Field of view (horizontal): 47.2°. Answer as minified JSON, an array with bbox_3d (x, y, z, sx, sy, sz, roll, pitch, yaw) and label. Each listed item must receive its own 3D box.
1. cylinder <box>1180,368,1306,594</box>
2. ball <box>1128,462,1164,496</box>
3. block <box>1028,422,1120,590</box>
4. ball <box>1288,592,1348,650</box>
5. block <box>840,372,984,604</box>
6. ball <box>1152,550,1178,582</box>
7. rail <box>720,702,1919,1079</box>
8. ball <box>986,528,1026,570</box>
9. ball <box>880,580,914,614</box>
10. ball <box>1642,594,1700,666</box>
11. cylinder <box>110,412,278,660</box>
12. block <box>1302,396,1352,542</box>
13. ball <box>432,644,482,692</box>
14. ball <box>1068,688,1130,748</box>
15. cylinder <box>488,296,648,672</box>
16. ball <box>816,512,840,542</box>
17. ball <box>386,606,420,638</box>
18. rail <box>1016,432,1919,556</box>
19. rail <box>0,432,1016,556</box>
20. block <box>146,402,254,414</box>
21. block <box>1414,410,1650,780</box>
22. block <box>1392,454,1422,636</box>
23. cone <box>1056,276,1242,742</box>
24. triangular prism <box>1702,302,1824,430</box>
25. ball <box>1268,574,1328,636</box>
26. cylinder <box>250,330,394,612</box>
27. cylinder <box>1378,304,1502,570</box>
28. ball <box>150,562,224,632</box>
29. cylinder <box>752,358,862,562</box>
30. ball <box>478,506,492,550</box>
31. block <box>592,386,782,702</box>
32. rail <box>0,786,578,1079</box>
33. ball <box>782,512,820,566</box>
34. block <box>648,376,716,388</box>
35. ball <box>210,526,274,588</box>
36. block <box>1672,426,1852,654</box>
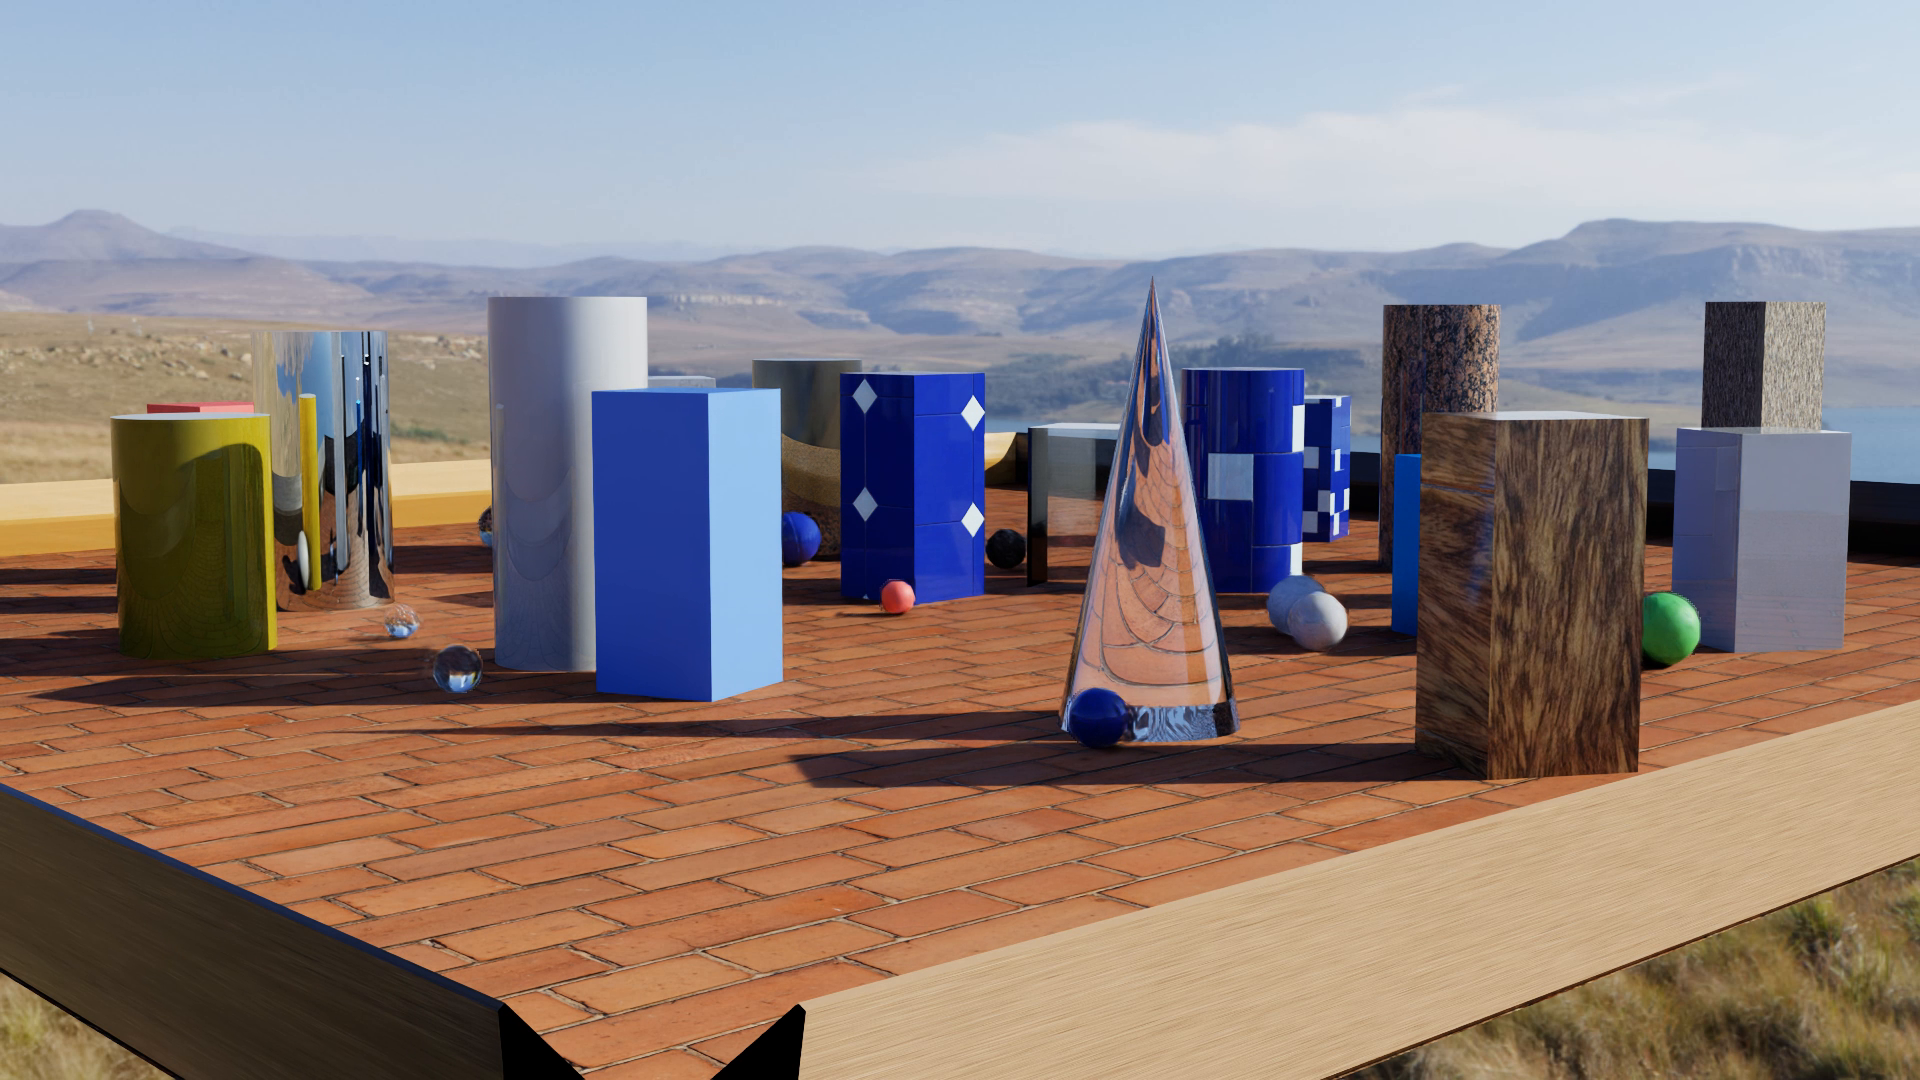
[{"bbox_3d":[0.456,-0.101,3.561,0.199,0.352,0.199,0,6,0],"label":"cylinder"},{"bbox_3d":[0.447,-0.145,5.285,0.082,0.082,0.082,0,6,0],"label":"ball"},{"bbox_3d":[0.212,-0.056,3.577,0.159,0.259,0.159,2,6,22],"label":"block"},{"bbox_3d":[0.470,0.107,2.891,0.077,0.077,0.077,0,6,0],"label":"ball"},{"bbox_3d":[-0.074,-0.086,3.436,0.159,0.348,0.159,5,8,42],"label":"block"},{"bbox_3d":[0.342,0.042,3.631,0.053,0.053,0.053,0,6,0],"label":"ball"},{"bbox_3d":[1.117,0.159,2.128,3.480,0.129,0.045,-5,8,-42],"label":"rail"},{"bbox_3d":[0.079,0.016,3.803,0.070,0.070,0.070,0,6,0],"label":"ball"},{"bbox_3d":[-0.092,0.085,3.231,0.050,0.050,0.050,0,6,0],"label":"ball"},{"bbox_3d":[0.883,0.113,2.766,0.091,0.091,0.091,0,6,0],"label":"ball"},{"bbox_3d":[-1.008,-0.010,2.899,0.199,0.307,0.199,0,6,0],"label":"cylinder"},{"bbox_3d":[0.672,-0.144,4.335,0.159,0.277,0.159,3,6,23],"label":"block"},{"bbox_3d":[-0.588,0.151,2.571,0.056,0.056,0.056,0,6,0],"label":"ball"},{"bbox_3d":[0.142,0.182,2.247,0.062,0.062,0.062,0,6,0],"label":"ball"},{"bbox_3d":[-0.495,-0.077,2.797,0.199,0.461,0.199,0,6,0],"label":"cylinder"},{"bbox_3d":[-0.252,-0.026,4.260,0.058,0.058,0.058,0,6,0],"label":"ball"},{"bbox_3d":[-0.762,0.111,3.003,0.045,0.045,0.045,0,6,0],"label":"ball"},{"bbox_3d":[1.261,-0.087,4.489,0.045,0.129,3.342,-5,8,-42],"label":"rail"},{"bbox_3d":[-1.117,-0.092,4.536,3.480,0.129,0.045,-5,8,-42],"label":"rail"},{"bbox_3d":[-1.246,-0.084,3.699,0.159,0.289,0.159,5,8,39],"label":"block"},{"bbox_3d":[0.561,0.048,2.170,0.159,0.343,0.159,-1,6,-13],"label":"block"},{"bbox_3d":[0.706,0.009,3.017,0.159,0.246,0.159,-2,6,-20],"label":"block"},{"bbox_3d":[0.204,-0.041,2.352,0.199,0.483,0.199,0,6,0],"label":"cone"},{"bbox_3d":[1.218,-0.140,3.416,0.172,0.458,0.149,-5,8,-38],"label":"triangular prism"},{"bbox_3d":[0.464,0.090,3.011,0.085,0.085,0.085,0,6,0],"label":"ball"},{"bbox_3d":[-0.967,-0.110,3.343,0.199,0.414,0.199,0,6,0],"label":"cylinder"},{"bbox_3d":[0.832,-0.180,3.821,0.199,0.455,0.199,0,6,0],"label":"cylinder"},{"bbox_3d":[-1.073,0.079,3.053,0.099,0.099,0.099,0,6,0],"label":"ball"},{"bbox_3d":[-0.276,-0.149,3.991,0.199,0.357,0.199,0,6,0],"label":"cylinder"},{"bbox_3d":[-0.837,-0.024,4.052,0.096,0.096,0.096,0,6,0],"label":"ball"},{"bbox_3d":[-0.320,-0.001,2.599,0.159,0.352,0.159,3,7,26],"label":"block"},{"bbox_3d":[-1.261,0.154,2.174,0.045,0.129,3.342,-5,8,-42],"label":"rail"},{"bbox_3d":[-0.291,-0.002,3.853,0.094,0.094,0.094,0,6,0],"label":"ball"},{"bbox_3d":[-0.516,-0.118,3.834,0.159,0.329,0.159,-2,6,-15],"label":"block"},{"bbox_3d":[-1.158,0.027,3.545,0.100,0.100,0.100,0,6,0],"label":"ball"},{"bbox_3d":[1.071,-0.004,2.949,0.159,0.286,0.159,-1,6,-12],"label":"block"}]
